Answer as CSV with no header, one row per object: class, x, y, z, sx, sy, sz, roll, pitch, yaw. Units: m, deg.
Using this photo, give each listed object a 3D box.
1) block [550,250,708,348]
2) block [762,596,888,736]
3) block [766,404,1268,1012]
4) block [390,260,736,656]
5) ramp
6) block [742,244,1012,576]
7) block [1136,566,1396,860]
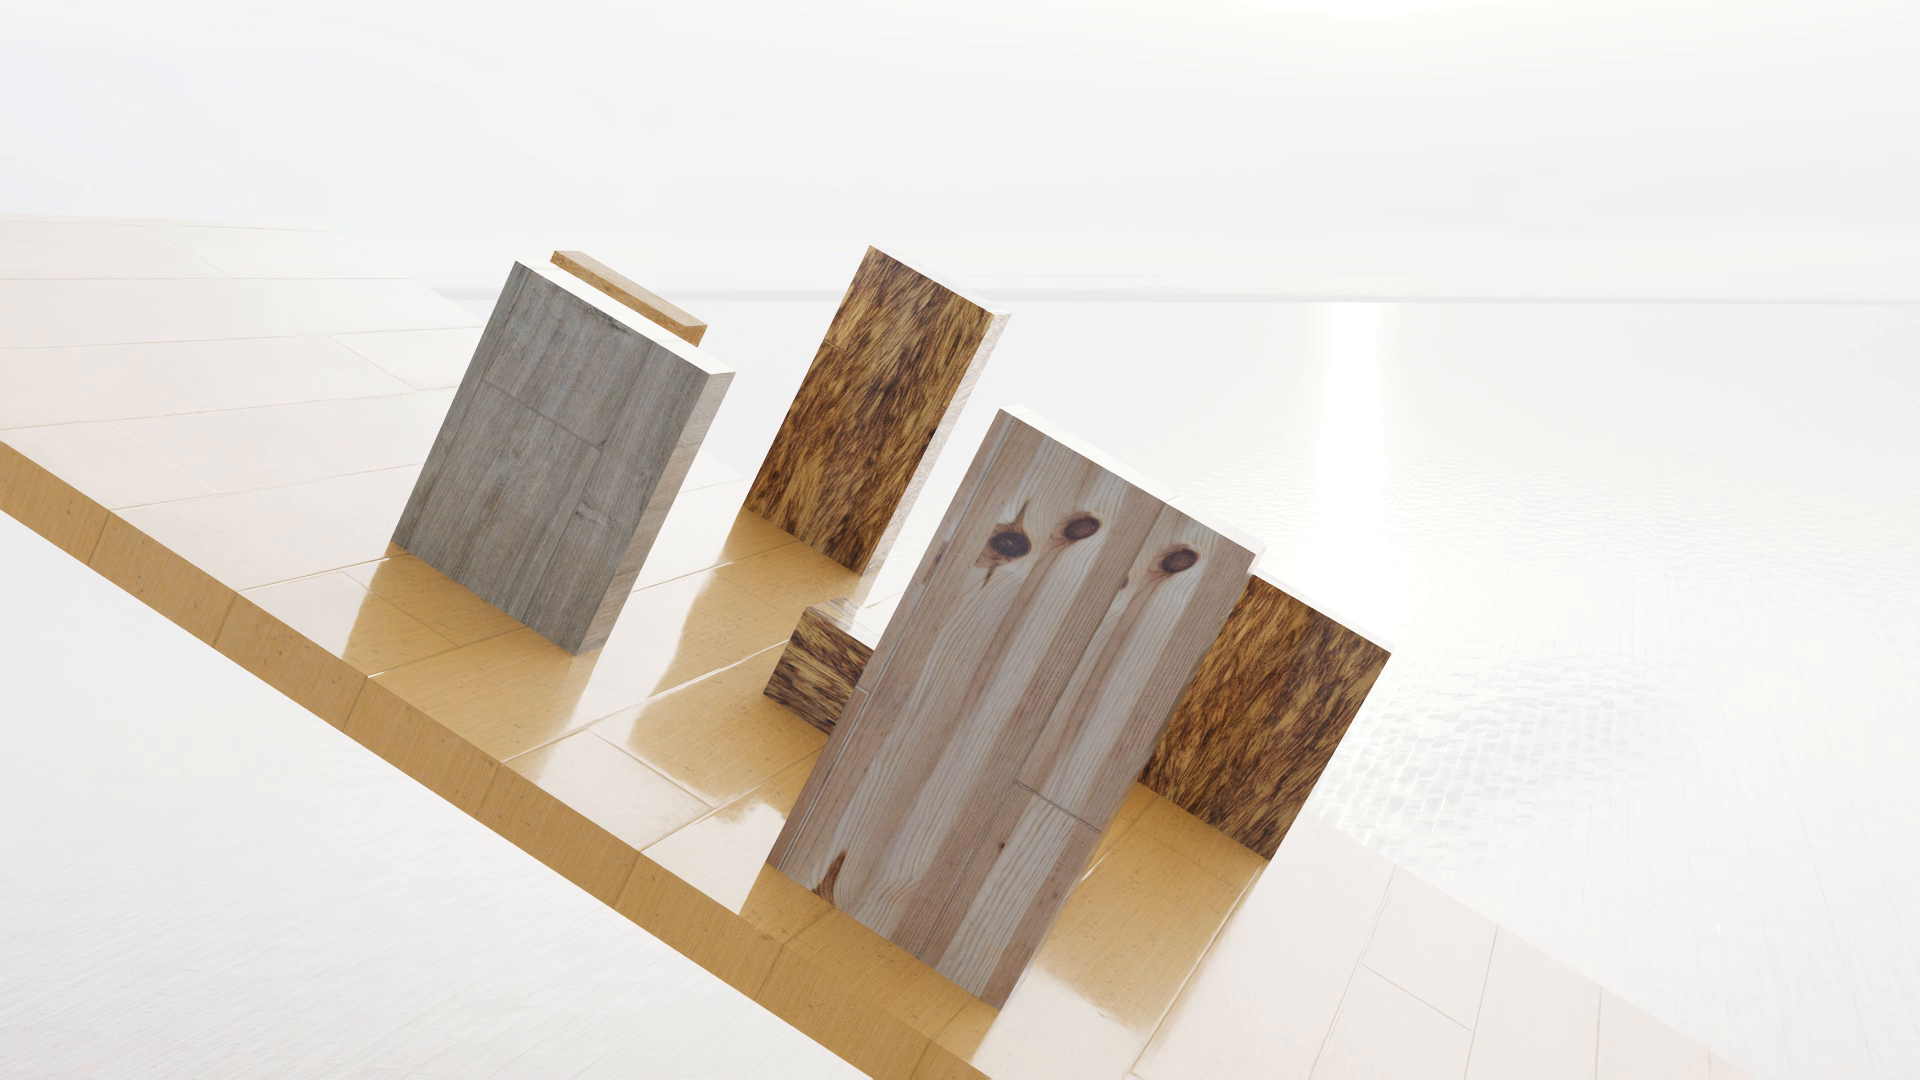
block,-0.749,-0.304,4.397,0.314,0.452,0.111,30,14,12
block,-0.211,0.237,4.028,0.182,0.182,0.182,31,14,14
block,0.074,0.249,3.257,0.423,0.790,0.103,30,14,12
block,-0.681,-0.142,3.755,0.396,0.545,0.112,30,14,12
ramp,-0.219,0.364,4.146,4.000,0.100,2.000,30,14,12
block,-0.190,-0.292,4.951,0.326,0.664,0.134,30,14,12
block,0.589,0.336,4.498,0.398,0.500,0.083,30,14,12
